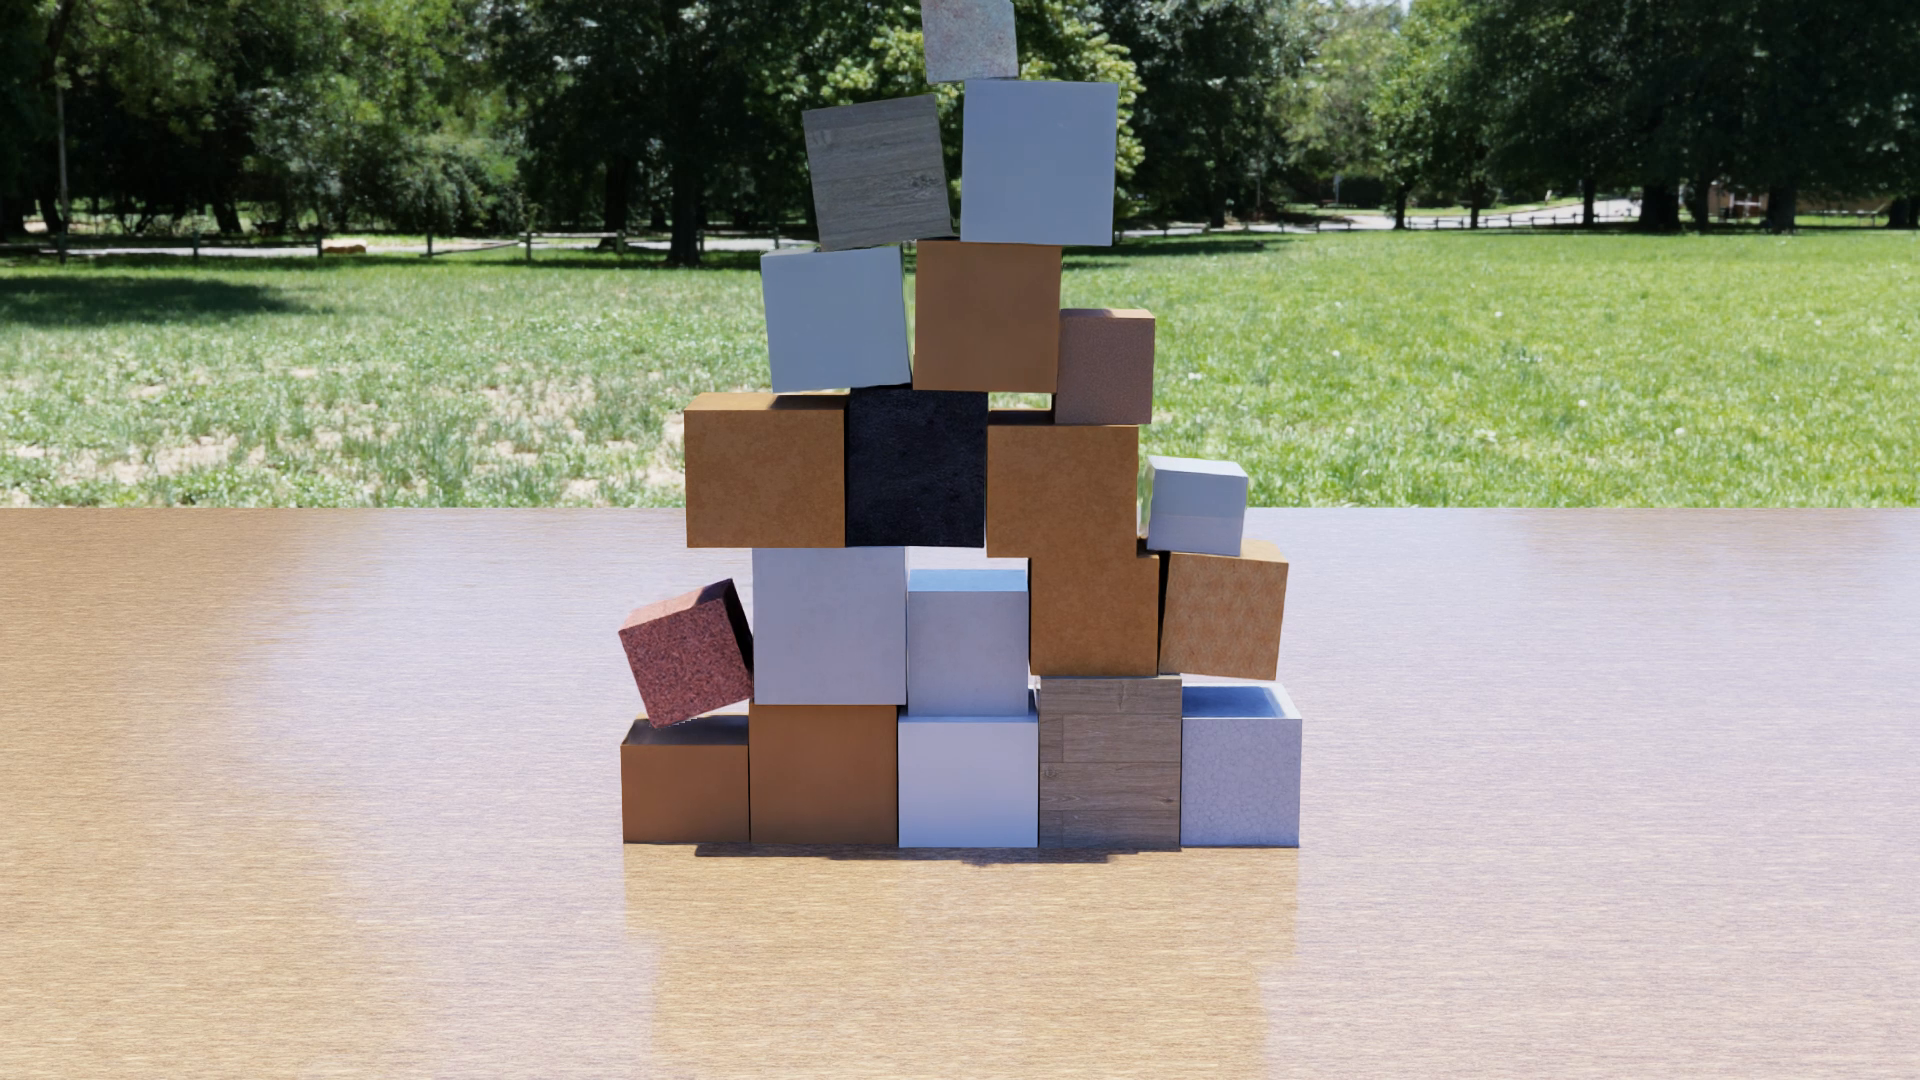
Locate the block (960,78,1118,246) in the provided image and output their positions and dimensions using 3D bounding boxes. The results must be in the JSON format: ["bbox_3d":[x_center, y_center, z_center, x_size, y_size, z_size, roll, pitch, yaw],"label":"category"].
[{"bbox_3d":[0.376,-1.861,10.834,0.730,0.767,0.690,2,10,0],"label":"block"}]

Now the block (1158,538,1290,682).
[{"bbox_3d":[1.313,0.331,11.260,0.590,0.609,0.608,5,10,-1],"label":"block"}]

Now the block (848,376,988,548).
[{"bbox_3d":[-0.209,-0.410,11.109,0.676,0.775,0.672,1,10,0],"label":"block"}]

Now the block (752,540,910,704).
[{"bbox_3d":[-0.646,0.358,11.264,0.753,0.794,0.789,0,10,0],"label":"block"}]

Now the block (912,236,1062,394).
[{"bbox_3d":[0.131,-1.135,10.963,0.700,0.721,0.656,2,10,0],"label":"block"}]

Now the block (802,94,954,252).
[{"bbox_3d":[-0.396,-1.818,10.865,0.640,0.674,0.654,-7,10,1],"label":"block"}]

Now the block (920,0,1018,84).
[{"bbox_3d":[0.044,-2.474,10.742,0.444,0.447,0.378,-4,10,1],"label":"block"}]

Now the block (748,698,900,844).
[{"bbox_3d":[-0.687,1.114,11.382,0.740,0.736,0.664,0,10,0],"label":"block"}]

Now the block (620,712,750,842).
[{"bbox_3d":[-1.388,1.224,11.423,0.642,0.505,0.642,0,10,0],"label":"block"}]

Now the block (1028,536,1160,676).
[{"bbox_3d":[0.668,0.325,11.221,0.630,0.598,0.640,0,10,0],"label":"block"}]

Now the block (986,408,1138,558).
[{"bbox_3d":[0.502,-0.298,11.141,0.737,0.656,0.719,0,10,0],"label":"block"}]

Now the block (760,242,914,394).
[{"bbox_3d":[-0.603,-1.120,10.965,0.677,0.666,0.607,-4,10,1],"label":"block"}]

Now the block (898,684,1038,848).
[{"bbox_3d":[0.041,1.159,11.387,0.697,0.646,0.775,0,10,0],"label":"block"}]

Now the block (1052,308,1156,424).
[{"bbox_3d":[0.712,-0.877,11.023,0.474,0.523,0.531,1,10,0],"label":"block"}]

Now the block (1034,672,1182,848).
[{"bbox_3d":[0.750,1.043,11.389,0.701,0.873,0.841,0,10,0],"label":"block"}]

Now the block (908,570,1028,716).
[{"bbox_3d":[0.041,0.521,11.286,0.602,0.645,0.565,0,10,0],"label":"block"}]

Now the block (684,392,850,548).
[{"bbox_3d":[-0.955,-0.364,11.114,0.777,0.681,0.753,0,10,0],"label":"block"}]

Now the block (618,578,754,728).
[{"bbox_3d":[-1.369,0.575,11.286,0.549,0.533,0.524,-18,10,3],"label":"block"}]

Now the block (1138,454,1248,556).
[{"bbox_3d":[1.180,-0.178,11.158,0.467,0.404,0.485,5,10,-1],"label":"block"}]

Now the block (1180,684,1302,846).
[{"bbox_3d":[1.410,1.151,11.391,0.598,0.660,0.725,0,10,0],"label":"block"}]
